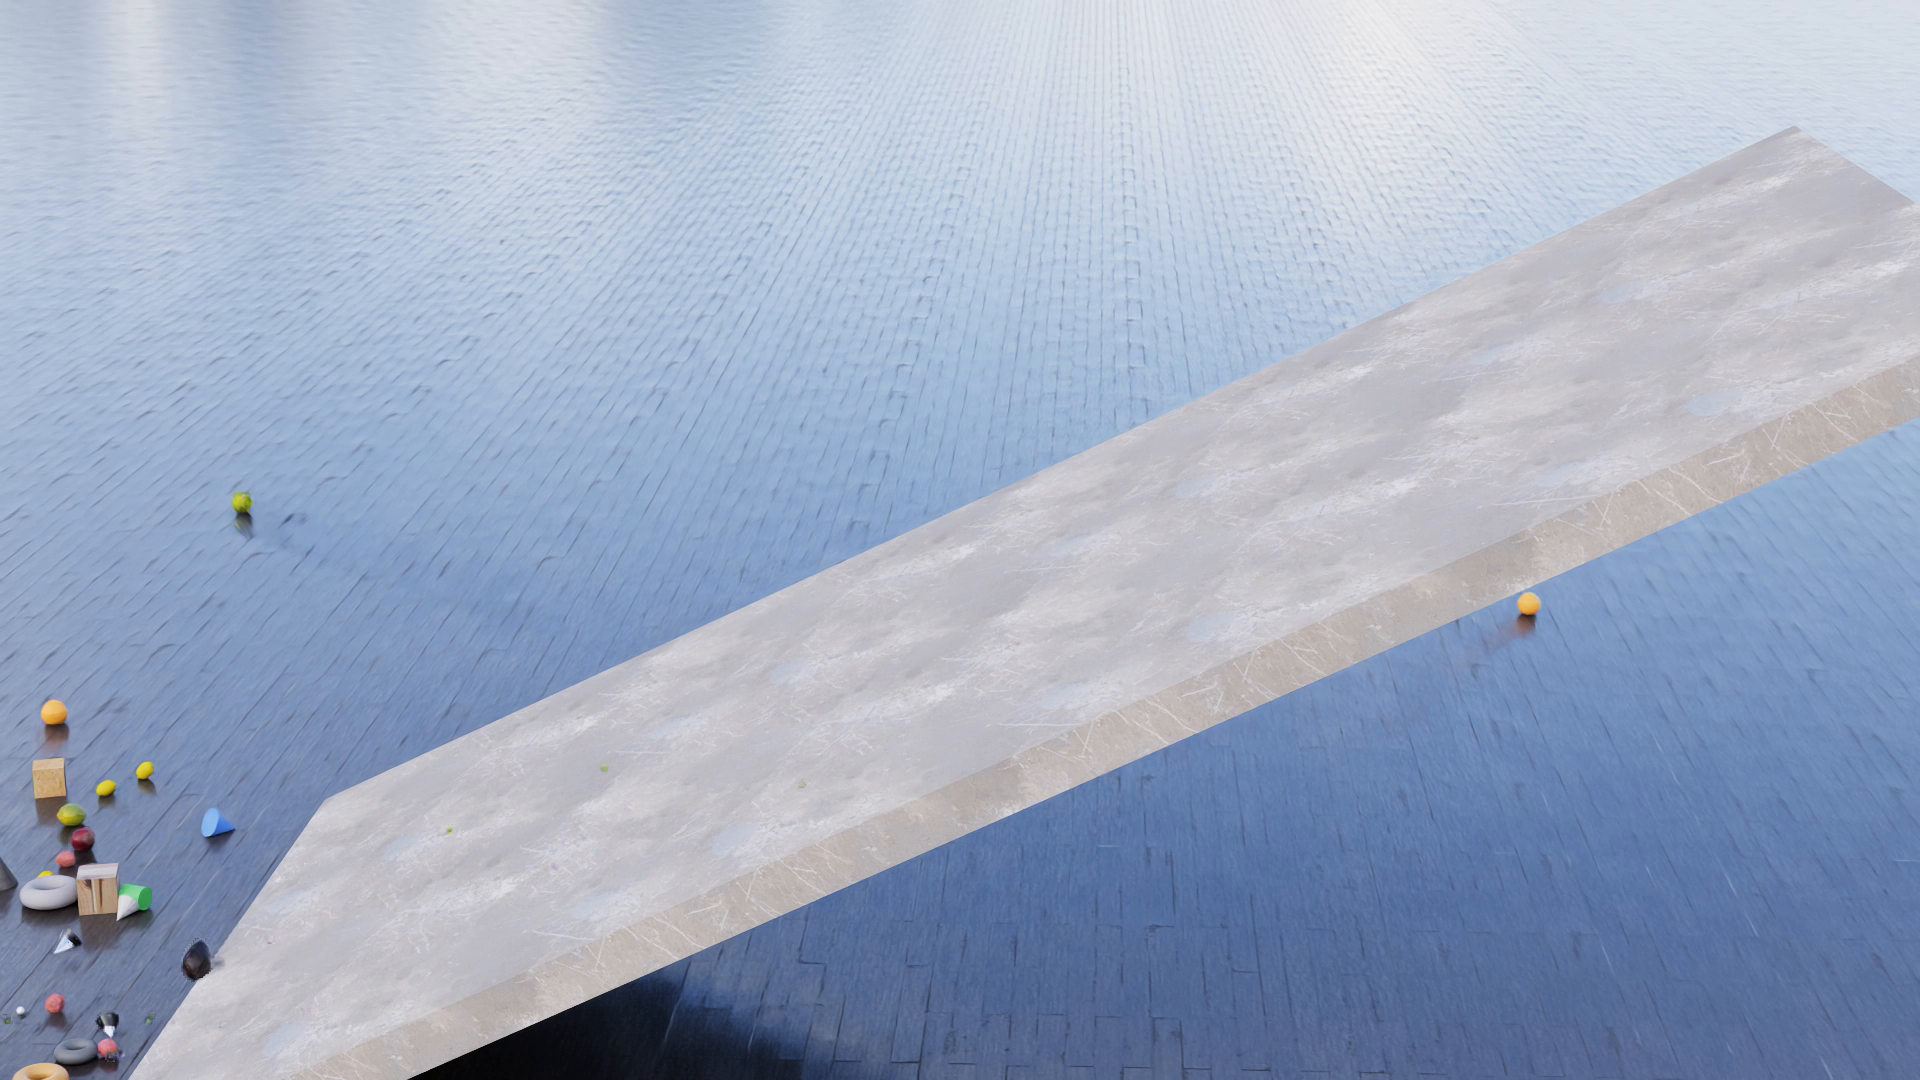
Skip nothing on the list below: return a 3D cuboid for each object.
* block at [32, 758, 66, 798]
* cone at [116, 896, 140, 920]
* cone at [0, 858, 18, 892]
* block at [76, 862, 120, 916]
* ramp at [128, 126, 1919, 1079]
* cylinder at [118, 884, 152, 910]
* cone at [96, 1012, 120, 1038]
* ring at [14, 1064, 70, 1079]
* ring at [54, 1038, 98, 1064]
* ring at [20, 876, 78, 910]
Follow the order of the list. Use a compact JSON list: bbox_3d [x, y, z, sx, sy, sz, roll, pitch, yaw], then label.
[{"bbox_3d":[-2.429,0.635,7.846,0.079,0.079,0.079,-4,17,-15],"label":"block"},{"bbox_3d":[-2.007,0.892,7.054,0.057,0.057,0.057,6,44,20],"label":"cone"},{"bbox_3d":[-2.363,0.809,7.233,0.086,0.086,0.086,0,16,0],"label":"cone"},{"bbox_3d":[-2.080,0.843,7.105,0.091,0.091,0.091,-3,16,-11],"label":"block"},{"bbox_3d":[0.137,0.168,6.281,4.000,0.100,2.000,-25,13,9],"label":"ramp"},{"bbox_3d":[-1.992,0.862,7.102,0.057,0.057,0.057,6,17,19],"label":"cylinder"},{"bbox_3d":[-1.863,1.071,6.443,0.050,0.050,0.050,-6,44,-21],"label":"cone"},{"bbox_3d":[-1.934,1.137,6.186,0.117,0.039,0.117,1,17,0],"label":"ring"},{"bbox_3d":[-1.901,1.100,6.327,0.094,0.031,0.094,0,15,0],"label":"ring"},{"bbox_3d":[-2.208,0.856,7.140,0.146,0.049,0.146,-1,15,0],"label":"ring"}]
